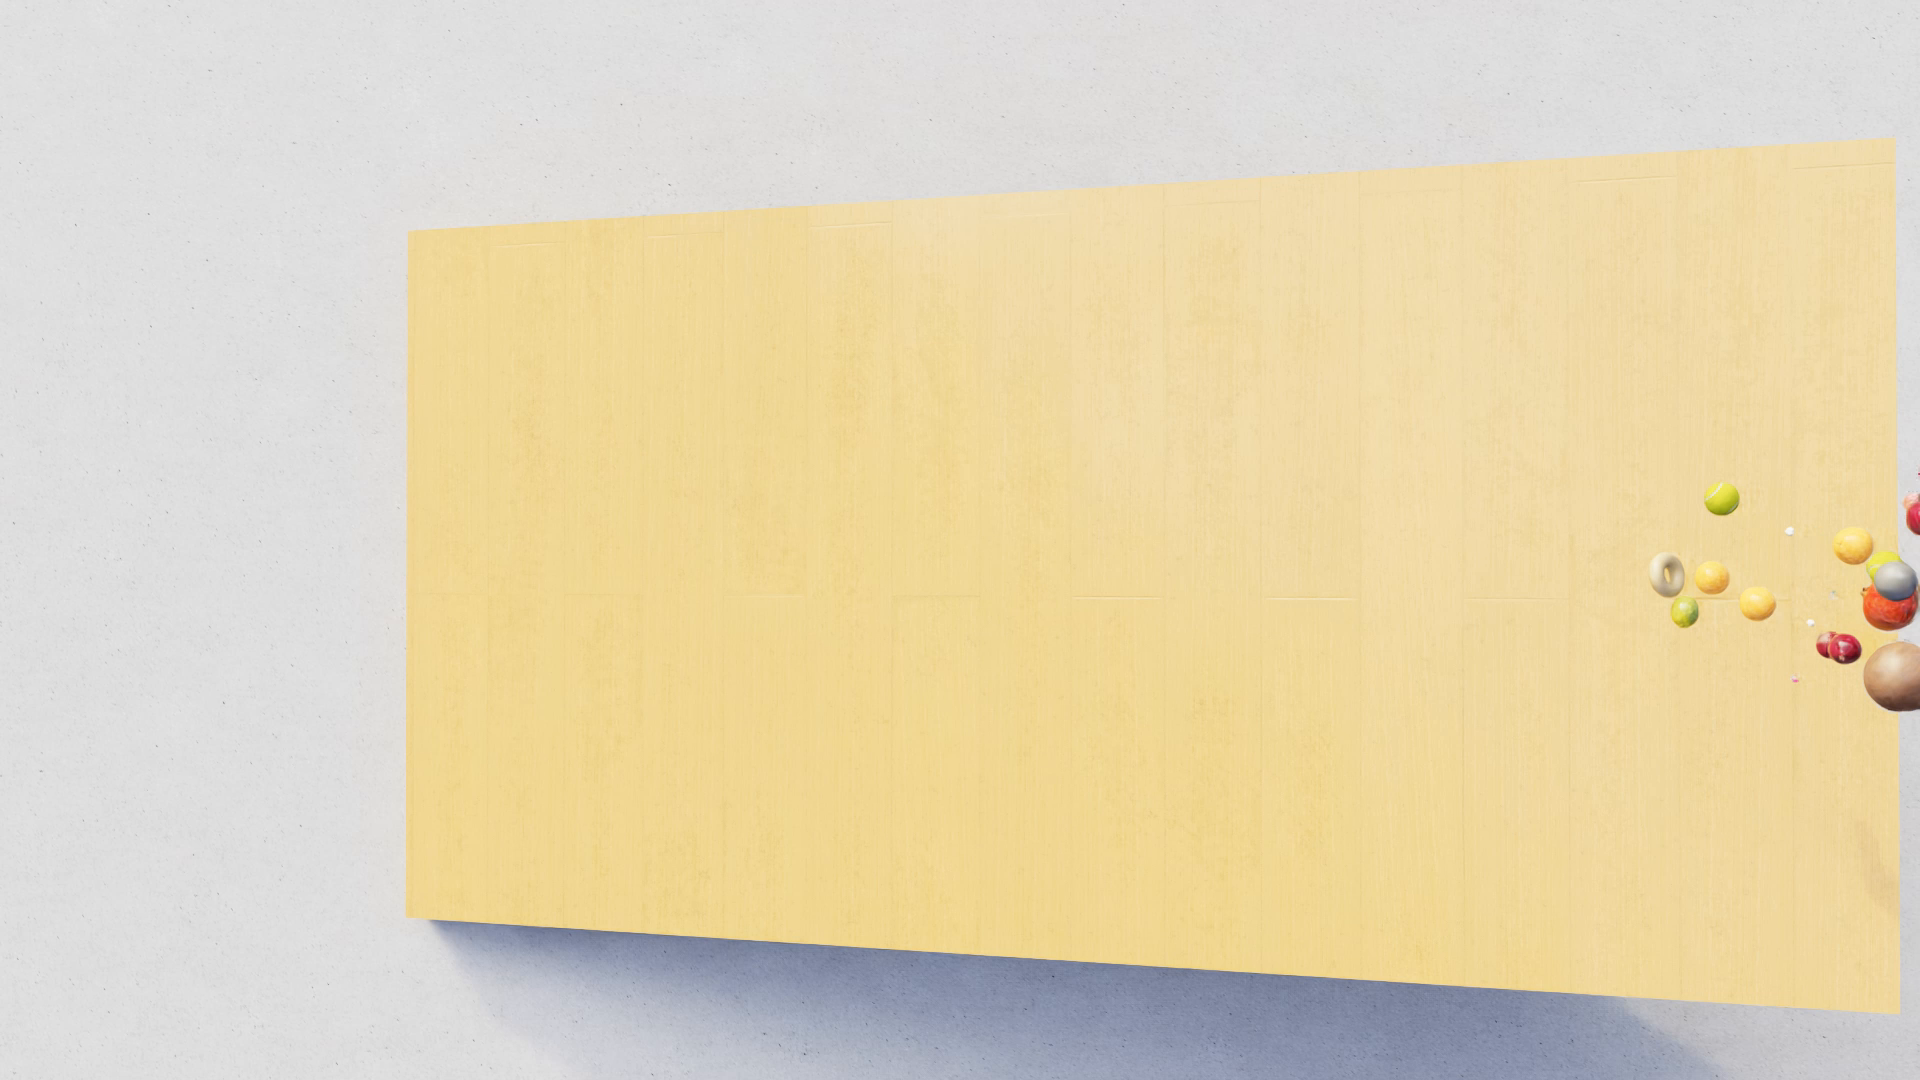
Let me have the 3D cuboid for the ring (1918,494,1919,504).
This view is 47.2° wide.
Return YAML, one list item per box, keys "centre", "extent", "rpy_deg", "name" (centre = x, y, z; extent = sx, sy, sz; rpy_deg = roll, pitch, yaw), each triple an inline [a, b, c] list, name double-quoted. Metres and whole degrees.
- centre: [1.638, -0.043, 3.678]
  extent: [0.033, 0.100, 0.100]
  rpy_deg: [-28, 89, 8]
  name: "ring"

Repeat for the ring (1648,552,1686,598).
- centre: [1.586, 0.079, 4.934]
  extent: [0.104, 0.035, 0.104]
  rpy_deg: [6, 79, -32]
  name: "ring"

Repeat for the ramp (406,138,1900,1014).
- centre: [0.281, 0.089, 5.757]
  extent: [4.000, 0.100, 2.000]
  rpy_deg: [0, 89, 20]
  name: "ramp"

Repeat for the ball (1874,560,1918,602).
- centre: [1.747, 0.077, 4.105]
  extent: [0.076, 0.076, 0.076]
  rpy_deg: [0, 89, 0]
  name: "ball"

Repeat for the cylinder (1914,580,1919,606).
- centre: [2.011, 0.109, 4.492]
  extent: [0.086, 0.086, 0.086]
  rpy_deg: [0, 94, 0]
  name: "cylinder"
